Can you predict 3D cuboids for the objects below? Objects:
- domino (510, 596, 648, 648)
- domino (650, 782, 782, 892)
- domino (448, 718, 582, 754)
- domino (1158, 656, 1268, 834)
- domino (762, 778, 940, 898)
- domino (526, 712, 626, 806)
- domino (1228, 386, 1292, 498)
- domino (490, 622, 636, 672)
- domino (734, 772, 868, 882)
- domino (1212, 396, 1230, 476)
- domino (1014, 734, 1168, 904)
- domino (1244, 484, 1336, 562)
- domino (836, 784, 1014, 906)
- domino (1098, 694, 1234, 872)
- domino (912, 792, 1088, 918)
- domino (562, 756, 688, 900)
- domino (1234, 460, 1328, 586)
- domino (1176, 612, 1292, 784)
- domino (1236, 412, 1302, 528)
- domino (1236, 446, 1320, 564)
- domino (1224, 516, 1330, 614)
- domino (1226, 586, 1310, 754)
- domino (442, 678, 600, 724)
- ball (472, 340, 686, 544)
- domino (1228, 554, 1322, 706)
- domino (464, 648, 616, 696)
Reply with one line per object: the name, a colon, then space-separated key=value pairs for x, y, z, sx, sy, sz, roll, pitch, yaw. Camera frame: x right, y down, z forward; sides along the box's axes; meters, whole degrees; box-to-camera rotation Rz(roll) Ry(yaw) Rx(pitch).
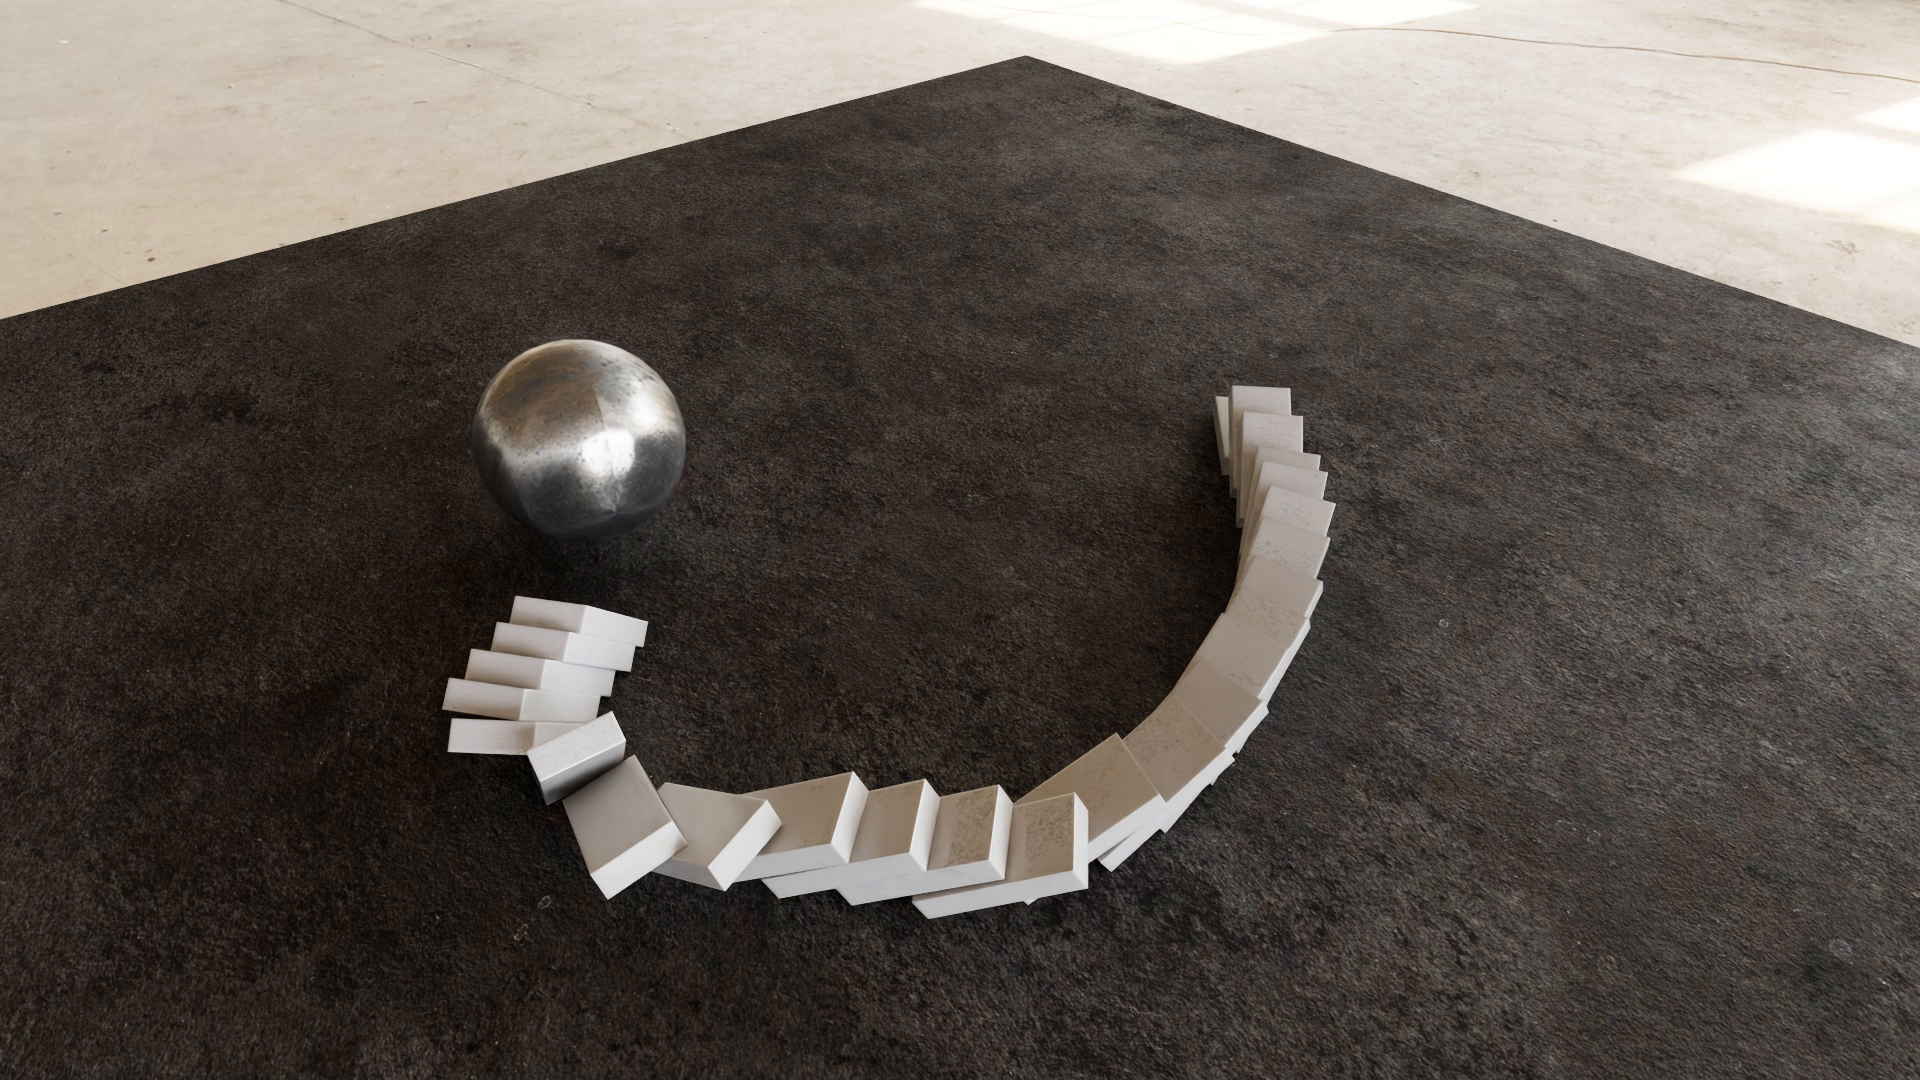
domino: x=-0.131 y=0.029 z=0.381 sx=0.025 sy=0.050 sz=0.009 roll=7 pitch=81 yaw=8
domino: x=-0.078 y=0.086 z=0.321 sx=0.050 sy=0.009 sz=0.025 roll=-3 pitch=32 yaw=41
domino: x=-0.134 y=0.061 z=0.341 sx=0.025 sy=0.050 sz=0.009 roll=2 pitch=80 yaw=2
domino: x=0.070 y=0.064 z=0.346 sx=0.050 sy=0.010 sz=0.025 roll=-48 pitch=53 yaw=-6
domino: x=-0.032 y=0.087 z=0.320 sx=0.050 sy=0.010 sz=0.025 roll=-17 pitch=34 yaw=23
domino: x=-0.115 y=0.067 z=0.332 sx=0.025 sy=0.050 sz=0.010 roll=-25 pitch=79 yaw=-25
domino: x=0.130 y=-0.042 z=0.477 sx=0.025 sy=0.009 sz=0.050 roll=3 pitch=67 yaw=4
domino: x=-0.133 y=0.037 z=0.371 sx=0.025 sy=0.050 sz=0.009 roll=7 pitch=81 yaw=8
domino: x=-0.053 y=0.085 z=0.323 sx=0.050 sy=0.010 sz=0.025 roll=-16 pitch=33 yaw=24
domino: x=0.131 y=-0.047 z=0.501 sx=0.025 sy=0.010 sz=0.050 roll=3 pitch=39 yaw=4
domino: x=0.033 y=0.082 z=0.326 sx=0.050 sy=0.009 sz=0.025 roll=-35 pitch=45 yaw=1
domino: x=0.121 y=0.007 z=0.413 sx=0.025 sy=0.009 sz=0.050 roll=18 pitch=76 yaw=14
domino: x=-0.010 y=0.088 z=0.318 sx=0.050 sy=0.010 sz=0.025 roll=-17 pitch=35 yaw=23
domino: x=0.056 y=0.074 z=0.335 sx=0.050 sy=0.009 sz=0.025 roll=-42 pitch=48 yaw=-1
domino: x=0.012 y=0.090 z=0.315 sx=0.050 sy=0.009 sz=0.025 roll=-19 pitch=37 yaw=22
domino: x=-0.099 y=0.083 z=0.324 sx=0.025 sy=0.009 sz=0.050 roll=-32 pitch=25 yaw=-18
domino: x=0.124 y=-0.004 z=0.426 sx=0.025 sy=0.009 sz=0.050 roll=13 pitch=75 yaw=13
domino: x=0.084 y=0.052 z=0.360 sx=0.025 sy=0.010 sz=0.050 roll=29 pitch=79 yaw=29
domino: x=0.130 y=-0.029 z=0.461 sx=0.025 sy=0.009 sz=0.050 roll=5 pitch=67 yaw=5
domino: x=0.128 y=-0.012 z=0.442 sx=0.025 sy=0.010 sz=0.050 roll=10 pitch=67 yaw=12
domino: x=0.113 y=0.019 z=0.399 sx=0.025 sy=0.010 sz=0.050 roll=20 pitch=77 yaw=20
domino: x=0.094 y=0.043 z=0.371 sx=0.025 sy=0.009 sz=0.050 roll=27 pitch=78 yaw=29
domino: x=-0.139 y=0.052 z=0.353 sx=0.025 sy=0.050 sz=0.009 roll=7 pitch=81 yaw=9
ball: x=-0.149 y=-0.039 z=0.435 sx=0.080 sy=0.080 sz=0.080 roll=0 pitch=39 yaw=0
domino: x=0.104 y=0.033 z=0.384 sx=0.025 sy=0.010 sz=0.050 roll=24 pitch=76 yaw=26
domino: x=-0.137 y=0.044 z=0.362 sx=0.025 sy=0.050 sz=0.009 roll=7 pitch=81 yaw=8
